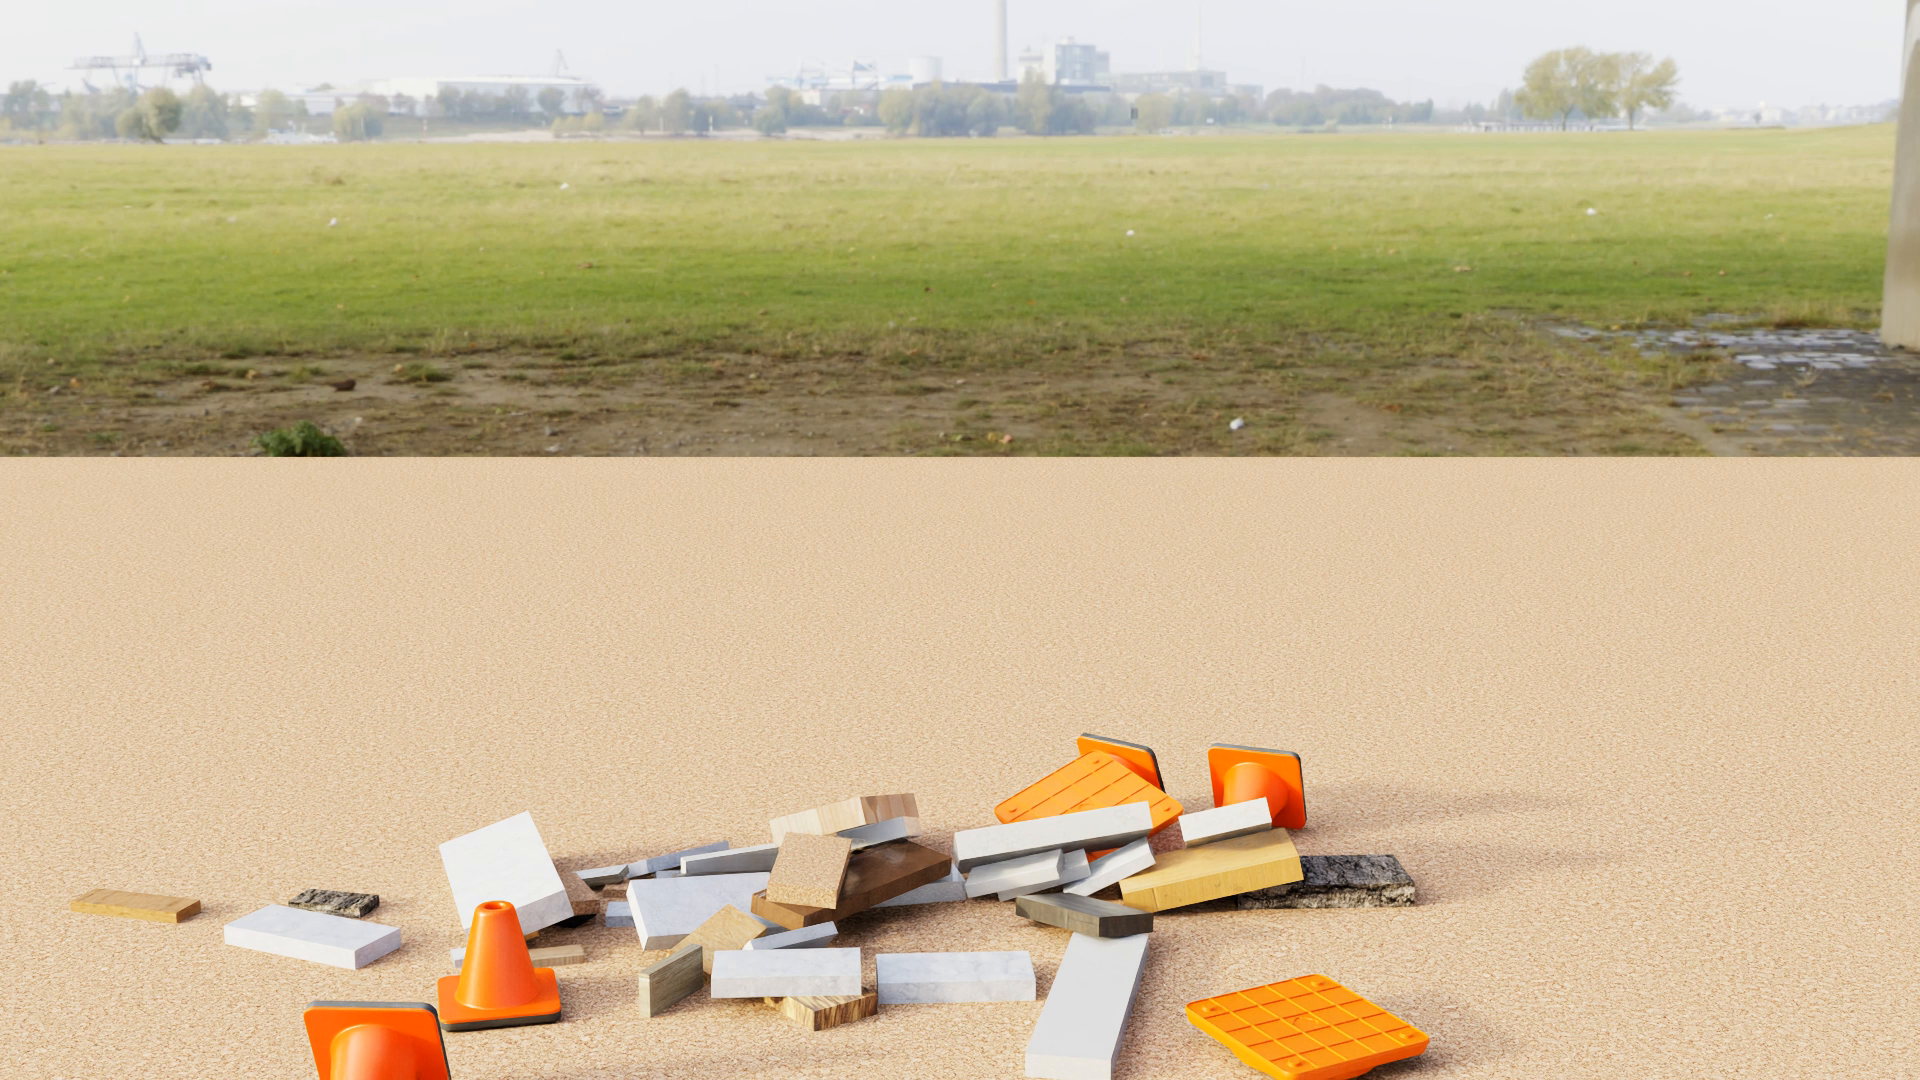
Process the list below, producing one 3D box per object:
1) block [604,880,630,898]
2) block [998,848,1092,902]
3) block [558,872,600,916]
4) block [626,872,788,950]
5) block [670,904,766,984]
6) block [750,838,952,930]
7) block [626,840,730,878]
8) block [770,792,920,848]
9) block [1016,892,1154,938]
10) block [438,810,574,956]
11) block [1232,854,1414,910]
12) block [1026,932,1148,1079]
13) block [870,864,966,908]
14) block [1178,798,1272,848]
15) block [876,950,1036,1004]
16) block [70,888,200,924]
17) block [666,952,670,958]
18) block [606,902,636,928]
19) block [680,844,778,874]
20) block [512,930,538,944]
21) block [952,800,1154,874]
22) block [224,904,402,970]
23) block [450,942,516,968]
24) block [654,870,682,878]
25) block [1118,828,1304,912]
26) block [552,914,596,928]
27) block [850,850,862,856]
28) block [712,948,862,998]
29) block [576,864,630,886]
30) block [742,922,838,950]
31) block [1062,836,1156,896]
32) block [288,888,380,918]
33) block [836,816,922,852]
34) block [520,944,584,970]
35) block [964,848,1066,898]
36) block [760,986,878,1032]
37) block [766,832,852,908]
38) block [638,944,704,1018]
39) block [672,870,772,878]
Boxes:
[{"bbox_3d":[-0.540,0.582,3.671,0.101,0.014,0.050,1,11,3],"label":"block"},{"bbox_3d":[0.137,0.558,3.663,0.157,0.022,0.079,-16,11,1],"label":"block"},{"bbox_3d":[-0.645,0.576,3.573,0.081,0.023,0.163,-2,8,-23],"label":"block"},{"bbox_3d":[-0.394,0.579,3.437,0.230,0.033,0.115,1,39,-26],"label":"block"},{"bbox_3d":[-0.368,0.613,3.342,0.075,0.021,0.149,28,31,19],"label":"block"},{"bbox_3d":[-0.169,0.551,3.520,0.108,0.030,0.367,16,17,35],"label":"block"},{"bbox_3d":[-0.483,0.546,3.761,0.163,0.023,0.081,-8,-9,-38],"label":"block"},{"bbox_3d":[-0.194,0.480,3.778,0.162,0.046,0.323,-16,-9,13],"label":"block"},{"bbox_3d":[0.195,0.590,3.468,0.108,0.030,0.215,2,0,-35],"label":"block"},{"bbox_3d":[-0.746,0.552,3.586,0.162,0.046,0.467,-21,14,-14],"label":"block"},{"bbox_3d":[0.596,0.569,3.667,0.291,0.041,0.145,0,11,-3],"label":"block"},{"bbox_3d":[0.189,0.665,3.176,0.115,0.033,0.476,2,11,11],"label":"block"},{"bbox_3d":[-0.116,0.574,3.665,0.230,0.033,0.115,-3,11,-14],"label":"block"},{"bbox_3d":[0.449,0.487,3.711,0.145,0.041,0.291,-13,-15,4],"label":"block"},{"bbox_3d":[-0.008,0.649,3.264,0.230,0.033,0.115,-1,11,-3],"label":"block"},{"bbox_3d":[-1.344,0.596,3.586,0.200,0.018,0.064,3,11,16],"label":"block"},{"bbox_3d":[-0.403,0.643,3.348,0.047,0.013,0.094,-7,13,-35],"label":"block"},{"bbox_3d":[-0.464,0.602,3.552,0.208,0.019,0.066,-1,11,-4],"label":"block"},{"bbox_3d":[-0.379,0.555,3.634,0.163,0.081,0.023,-5,12,-26],"label":"block"},{"bbox_3d":[-0.705,0.605,3.477,0.064,0.018,0.129,-20,17,-11],"label":"block"},{"bbox_3d":[0.152,0.500,3.686,0.323,0.046,0.162,-9,-17,-5],"label":"block"},{"bbox_3d":[-1.011,0.618,3.434,0.257,0.030,0.107,5,12,25],"label":"block"},{"bbox_3d":[-0.732,0.637,3.378,0.094,0.013,0.047,-4,11,-21],"label":"block"},{"bbox_3d":[-0.463,0.565,3.710,0.101,0.014,0.050,0,-10,-13],"label":"block"},{"bbox_3d":[0.407,0.546,3.620,0.291,0.041,0.145,-13,11,1],"label":"block"},{"bbox_3d":[-0.663,0.600,3.562,0.131,0.019,0.066,5,11,23],"label":"block"},{"bbox_3d":[-0.203,0.557,3.589,0.075,0.021,0.233,14,16,29],"label":"block"},{"bbox_3d":[-0.252,0.630,3.204,0.214,0.030,0.107,-1,11,-3],"label":"block"},{"bbox_3d":[-0.613,0.567,3.701,0.101,0.014,0.050,-9,9,12],"label":"block"},{"bbox_3d":[-0.266,0.617,3.330,0.149,0.021,0.075,-6,-31,-37],"label":"block"},{"bbox_3d":[0.246,0.547,3.648,0.157,0.022,0.079,-26,10,5],"label":"block"},{"bbox_3d":[-1.023,0.594,3.596,0.129,0.018,0.064,3,11,14],"label":"block"},{"bbox_3d":[-0.136,0.505,3.770,0.115,0.033,0.230,-14,-9,3],"label":"block"},{"bbox_3d":[-0.626,0.639,3.371,0.094,0.013,0.047,-3,11,-16],"label":"block"},{"bbox_3d":[0.092,0.552,3.642,0.157,0.022,0.079,-14,11,13],"label":"block"},{"bbox_3d":[-0.226,0.658,3.219,0.107,0.030,0.214,-8,13,-36],"label":"block"},{"bbox_3d":[-0.237,0.521,3.483,0.108,0.030,0.215,6,14,2],"label":"block"},{"bbox_3d":[-0.421,0.642,3.208,0.019,0.066,0.131,6,12,28],"label":"block"},{"bbox_3d":[-0.342,0.574,3.576,0.230,0.033,0.115,2,11,-27],"label":"block"}]
